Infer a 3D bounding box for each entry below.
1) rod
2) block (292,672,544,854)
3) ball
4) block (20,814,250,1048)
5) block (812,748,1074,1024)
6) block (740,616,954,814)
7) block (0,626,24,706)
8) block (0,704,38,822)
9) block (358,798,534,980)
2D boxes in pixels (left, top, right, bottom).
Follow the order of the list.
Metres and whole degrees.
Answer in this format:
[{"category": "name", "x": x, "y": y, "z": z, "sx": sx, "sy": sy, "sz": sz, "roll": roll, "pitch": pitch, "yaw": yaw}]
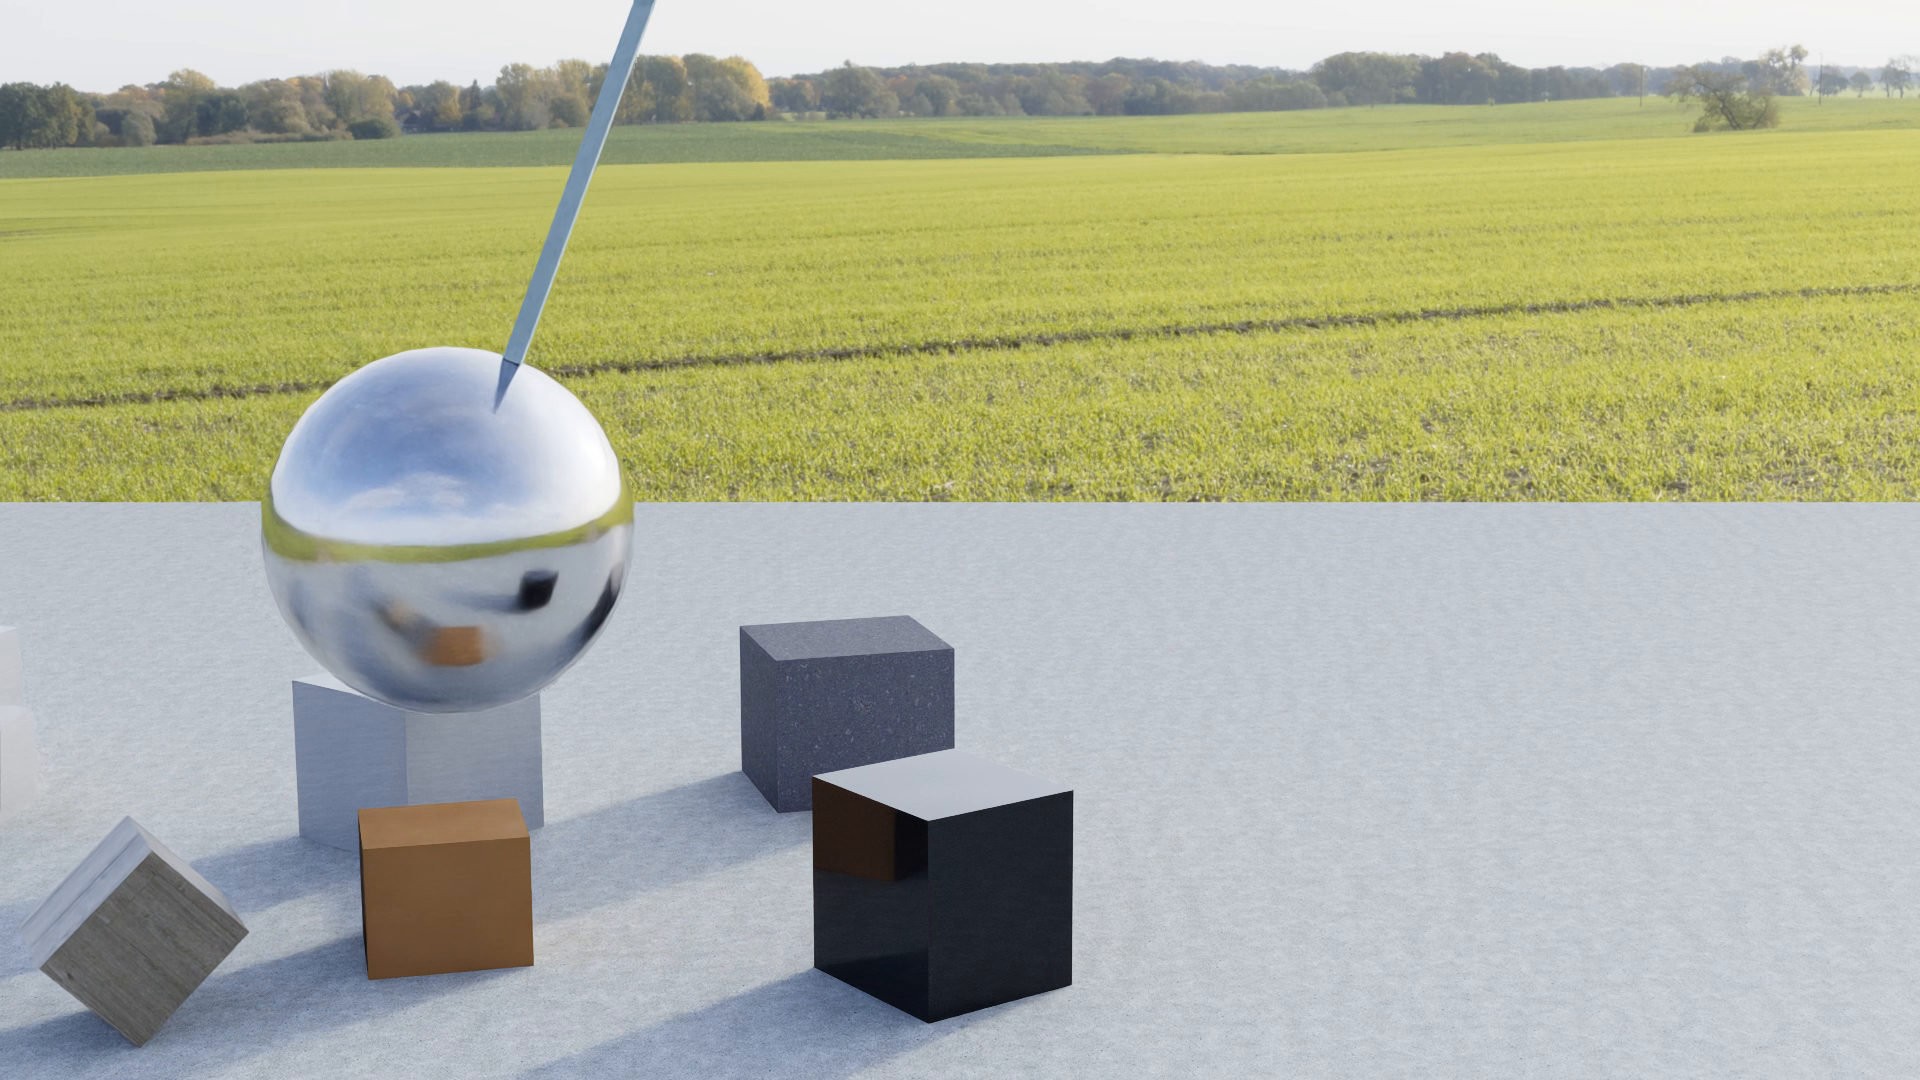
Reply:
[{"category": "rod", "x": -0.962, "y": -3.149, "z": 10.608, "sx": 0.080, "sy": 5.200, "sz": 0.080, "roll": 21, "pitch": 10, "yaw": -4}, {"category": "block", "x": -2.522, "y": 0.999, "z": 11.973, "sx": 0.784, "sy": 0.750, "sz": 0.810, "roll": 8, "pitch": 13, "yaw": 37}, {"category": "ball", "x": -2.220, "y": -0.042, "z": 11.173, "sx": 1.600, "sy": 1.600, "sz": 1.600, "roll": 0, "pitch": 10, "yaw": 0}, {"category": "block", "x": -3.074, "y": 1.447, "z": 9.543, "sx": 0.561, "sy": 0.488, "sz": 0.526, "roll": -48, "pitch": 26, "yaw": -12}, {"category": "block", "x": -0.072, "y": 1.331, "z": 10.041, "sx": 0.694, "sy": 0.788, "sz": 0.772, "roll": -8, "pitch": 13, "yaw": -36}, {"category": "block", "x": -0.571, "y": 0.851, "z": 12.782, "sx": 0.888, "sy": 0.753, "sz": 0.818, "roll": -3, "pitch": 11, "yaw": -17}, {"category": "block", "x": -5.207, "y": 0.841, "z": 12.901, "sx": 0.684, "sy": 0.729, "sz": 0.656, "roll": 3, "pitch": 11, "yaw": 15}, {"category": "block", "x": -4.743, "y": 1.070, "z": 12.331, "sx": 0.427, "sy": 0.463, "sz": 0.451, "roll": 3, "pitch": 11, "yaw": 4}, {"category": "block", "x": -2.084, "y": 1.401, "z": 10.371, "sx": 0.644, "sy": 0.533, "sz": 0.571, "roll": -3, "pitch": 11, "yaw": -15}]
